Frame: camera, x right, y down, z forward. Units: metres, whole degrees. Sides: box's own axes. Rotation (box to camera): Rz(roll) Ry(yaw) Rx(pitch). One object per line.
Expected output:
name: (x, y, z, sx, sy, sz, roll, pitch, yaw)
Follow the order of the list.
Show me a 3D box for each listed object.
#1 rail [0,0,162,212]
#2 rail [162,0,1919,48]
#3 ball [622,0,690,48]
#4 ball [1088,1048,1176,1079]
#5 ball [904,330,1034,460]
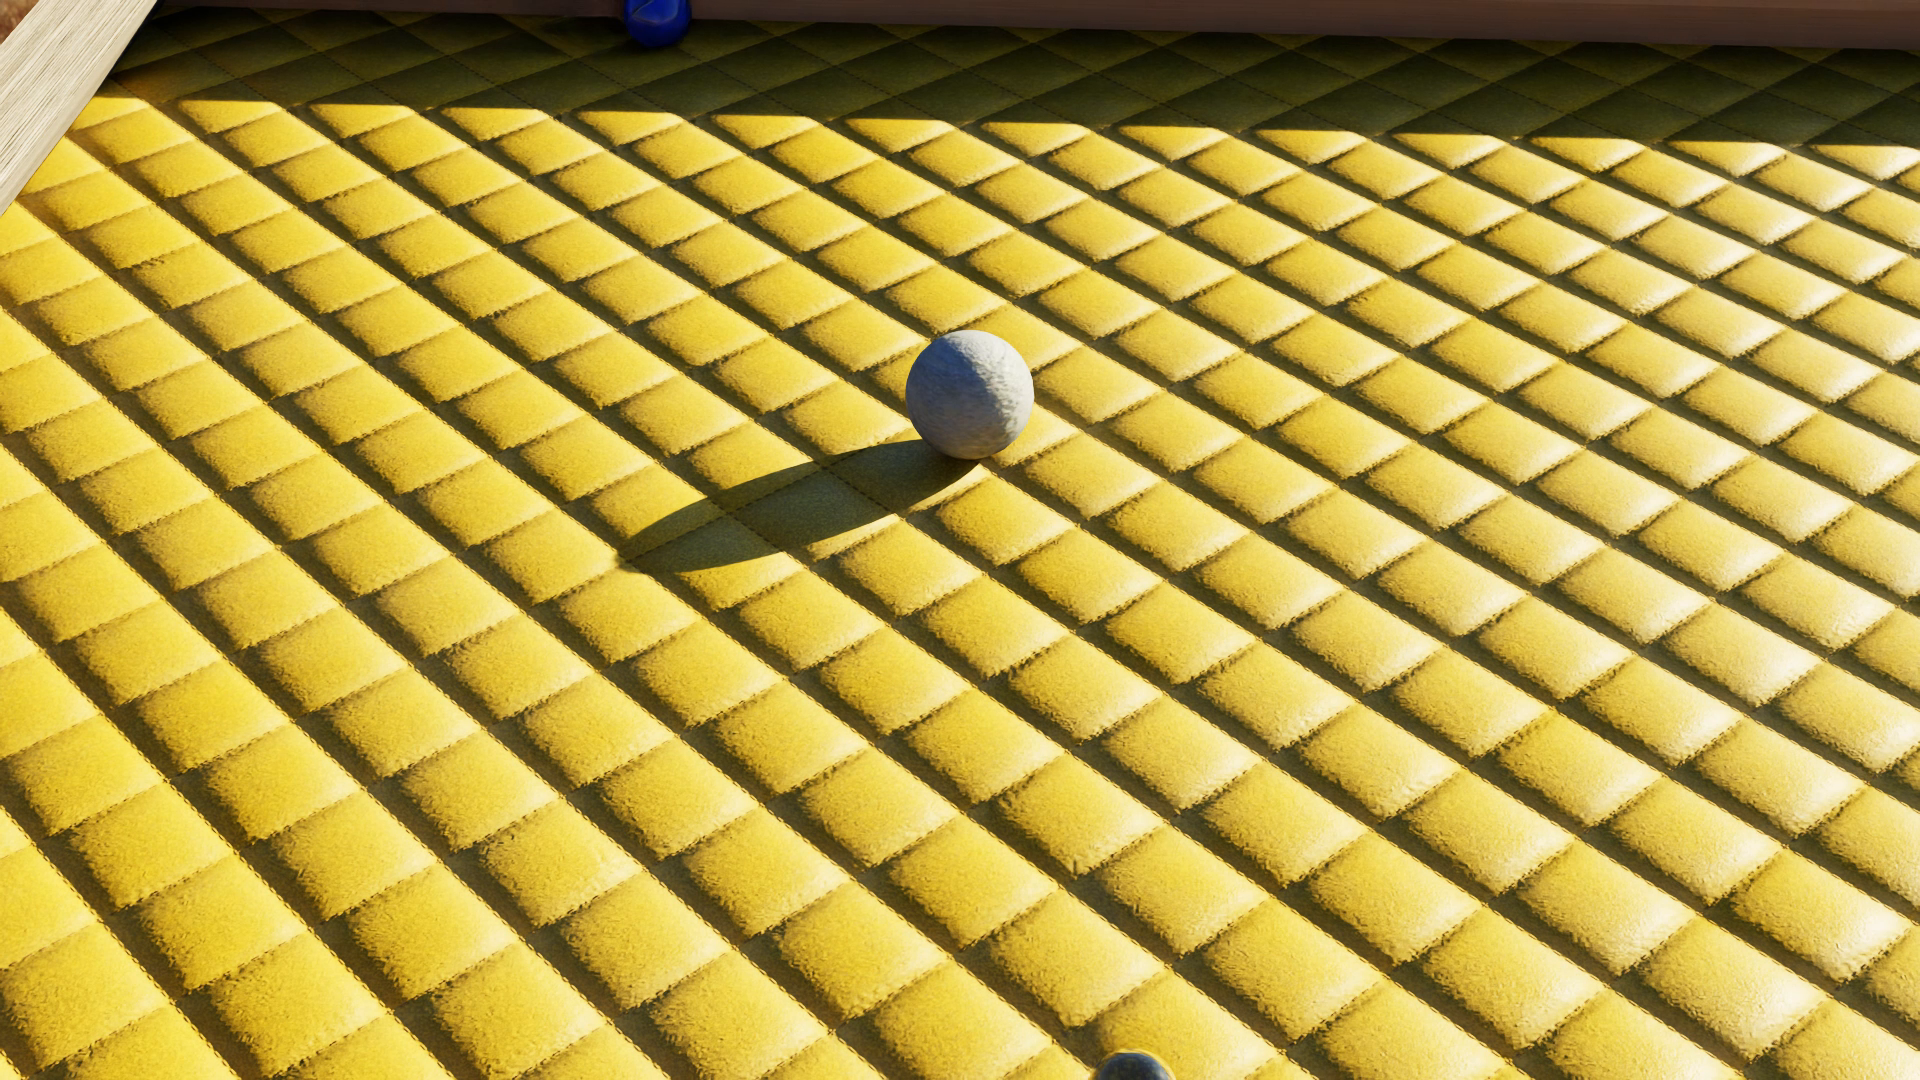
rail: (-0.834, -0.051, 1.783, 0.045, 0.124, 1.854, 2, 36, 3)
rail: (0.913, -0.514, 2.433, 3.439, 0.124, 0.045, 2, 36, 3)
ball: (-0.293, -0.507, 2.476, 0.064, 0.064, 0.064, 0, 35, 0)
ball: (0.092, 0.295, 1.361, 0.051, 0.051, 0.051, 0, 35, 0)
ball: (0.007, -0.107, 1.887, 0.095, 0.095, 0.095, 0, 35, 0)
